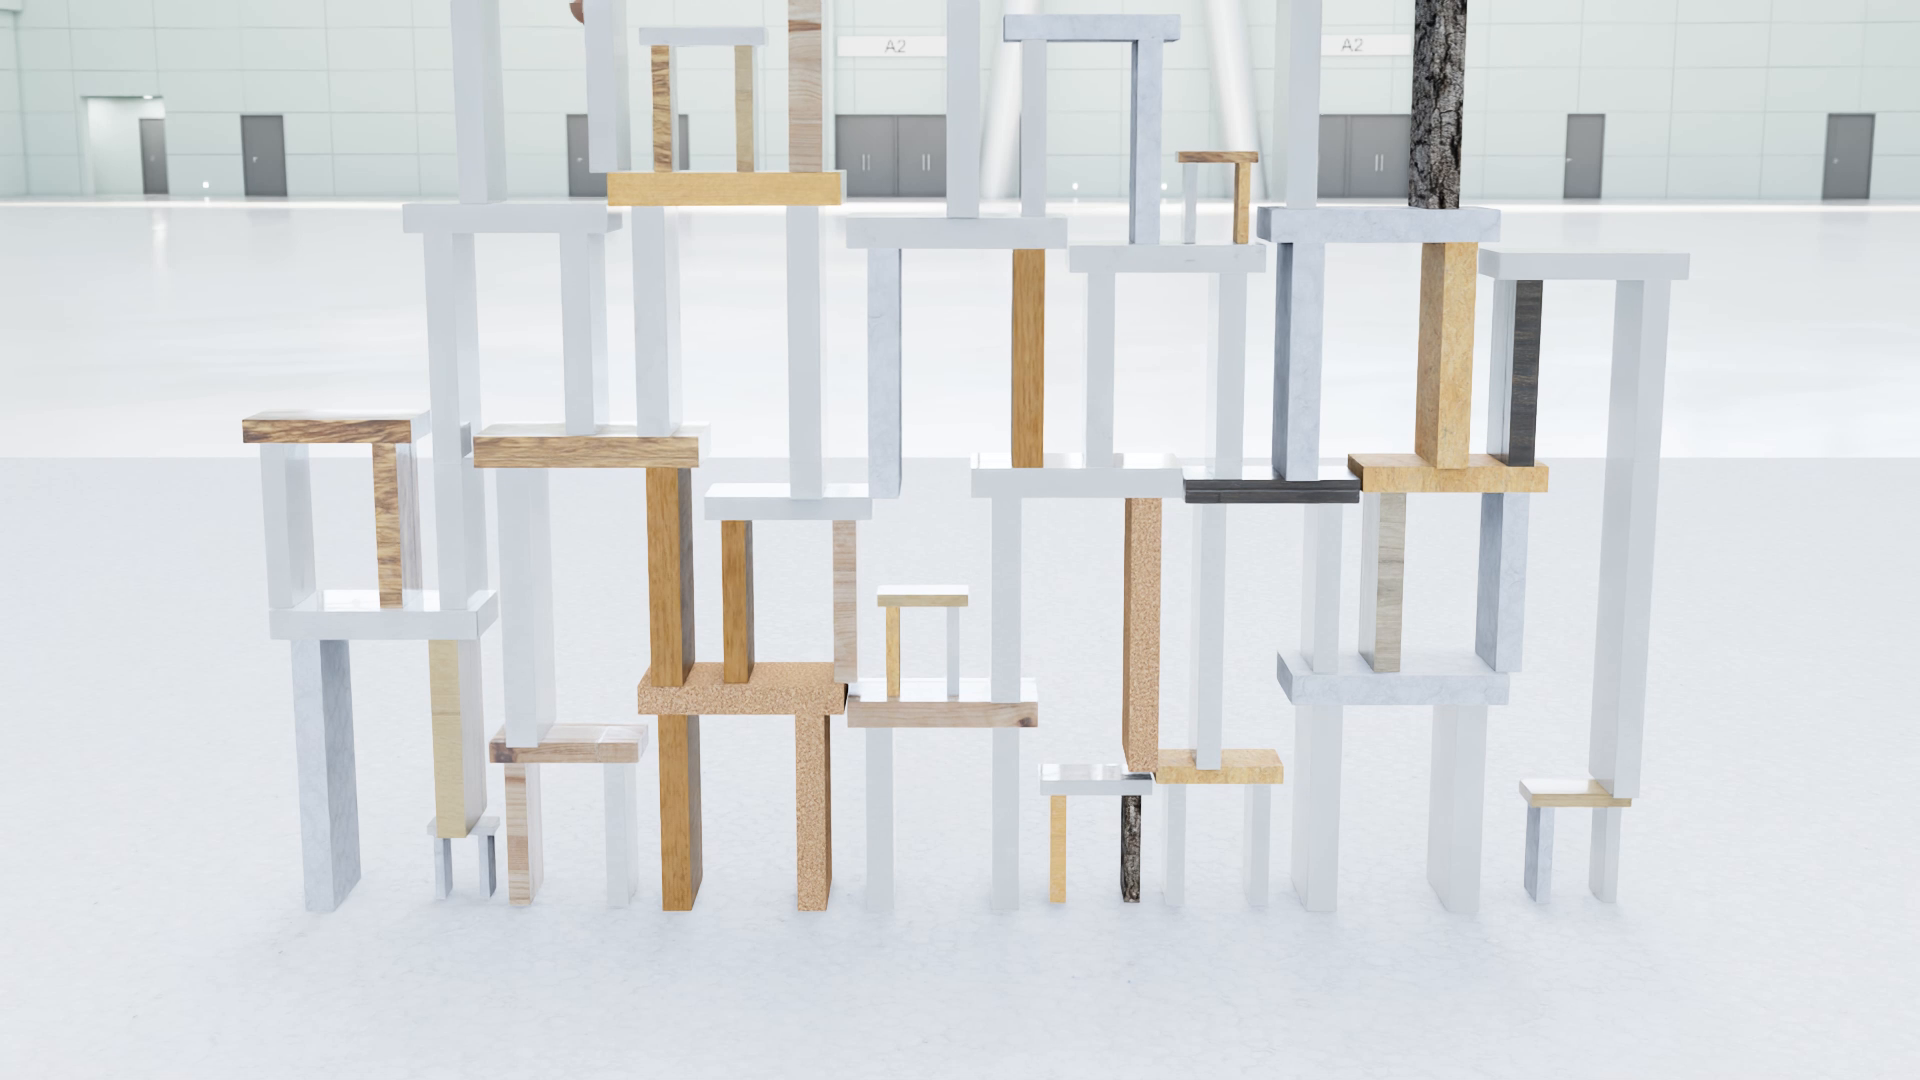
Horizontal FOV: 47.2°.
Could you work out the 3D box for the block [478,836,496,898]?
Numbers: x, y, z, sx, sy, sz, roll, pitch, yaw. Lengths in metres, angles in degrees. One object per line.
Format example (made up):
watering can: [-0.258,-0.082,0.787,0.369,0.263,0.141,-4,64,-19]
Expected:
block: [-0.787,0.536,3.661,0.016,0.110,0.055,0,11,0]

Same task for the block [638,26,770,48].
block: [-0.396,-0.781,3.416,0.192,0.027,0.096,0,11,0]

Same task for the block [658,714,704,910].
block: [-0.462,0.428,3.638,0.047,0.330,0.165,0,11,0]

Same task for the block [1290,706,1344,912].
block: [0.589,0.419,3.637,0.049,0.347,0.174,0,11,0]

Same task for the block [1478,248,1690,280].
block: [0.984,-0.438,3.481,0.293,0.042,0.147,0,11,0]

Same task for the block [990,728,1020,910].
block: [0.074,0.439,3.643,0.043,0.307,0.153,0,11,0]

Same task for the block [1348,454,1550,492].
block: [0.783,-0.109,3.544,0.293,0.041,0.146,0,11,0]

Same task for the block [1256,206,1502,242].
block: [0.655,-0.499,3.466,0.352,0.050,0.176,0,11,0]

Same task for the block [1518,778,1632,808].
block: [1.016,0.418,3.634,0.164,0.023,0.082,0,11,0]

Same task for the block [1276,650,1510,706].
block: [0.705,0.224,3.601,0.347,0.049,0.174,0,11,0]

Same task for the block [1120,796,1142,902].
block: [0.284,0.499,3.655,0.026,0.184,0.092,0,11,0]

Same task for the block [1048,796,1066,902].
block: [0.161,0.499,3.655,0.026,0.184,0.092,0,11,0]

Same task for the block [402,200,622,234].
block: [-0.702,-0.510,3.468,0.315,0.045,0.157,0,11,0]

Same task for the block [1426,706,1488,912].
block: [0.821,0.419,3.637,0.049,0.347,0.174,0,11,0]

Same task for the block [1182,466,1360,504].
block: [0.494,-0.089,3.539,0.275,0.039,0.138,0,11,0]

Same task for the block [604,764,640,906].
block: [-0.562,0.470,3.651,0.034,0.242,0.121,0,11,0]

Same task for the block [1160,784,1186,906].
block: [0.354,0.489,3.647,0.029,0.207,0.104,0,11,0]

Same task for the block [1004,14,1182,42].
block: [0.202,-0.794,3.413,0.267,0.038,0.134,0,11,0]

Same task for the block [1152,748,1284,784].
block: [0.422,0.373,3.625,0.207,0.029,0.104,0,11,0]

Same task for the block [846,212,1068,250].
block: [-0.005,-0.489,3.473,0.342,0.048,0.171,0,11,0]

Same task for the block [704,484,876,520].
block: [-0.273,-0.062,3.552,0.266,0.038,0.133,0,11,0]

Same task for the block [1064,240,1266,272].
block: [0.322,-0.449,3.478,0.304,0.043,0.152,0,11,0]

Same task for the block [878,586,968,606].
block: [-0.060,0.091,3.577,0.147,0.021,0.073,0,11,0]

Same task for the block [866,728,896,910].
block: [-0.130,0.439,3.643,0.043,0.307,0.153,0,11,0]

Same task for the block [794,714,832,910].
block: [-0.241,0.428,3.638,0.047,0.330,0.165,0,11,0]

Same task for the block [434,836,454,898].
block: [-0.860,0.536,3.661,0.016,0.110,0.055,0,11,0]

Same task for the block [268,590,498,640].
block: [-0.933,0.121,3.577,0.329,0.047,0.165,0,11,0]

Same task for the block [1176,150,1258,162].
block: [0.403,-0.602,3.453,0.124,0.018,0.062,0,11,1]

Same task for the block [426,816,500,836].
block: [-0.824,0.474,3.649,0.110,0.016,0.055,0,11,0]

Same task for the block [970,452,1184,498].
block: [0.184,-0.105,3.538,0.333,0.047,0.166,0,11,0]

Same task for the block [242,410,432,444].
block: [-0.997,-0.183,3.527,0.266,0.038,0.133,0,11,0]

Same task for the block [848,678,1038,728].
block: [-0.028,0.267,3.611,0.307,0.043,0.153,0,11,0]

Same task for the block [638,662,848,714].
block: [-0.352,0.242,3.604,0.330,0.047,0.165,0,11,0]

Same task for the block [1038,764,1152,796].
block: [0.222,0.396,3.636,0.184,0.026,0.092,0,11,0]

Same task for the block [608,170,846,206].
block: [-0.361,-0.554,3.455,0.357,0.051,0.179,0,11,0]

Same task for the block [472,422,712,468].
block: [-0.587,-0.154,3.536,0.354,0.050,0.177,0,11,0]

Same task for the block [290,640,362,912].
block: [-1.043,0.367,3.623,0.047,0.455,0.165,0,11,0]

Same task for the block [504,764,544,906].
block: [-0.723,0.470,3.652,0.034,0.242,0.121,0,11,0]

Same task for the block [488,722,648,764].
block: [-0.643,0.334,3.626,0.242,0.034,0.121,0,11,0]

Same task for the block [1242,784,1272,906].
block: [0.492,0.489,3.647,0.029,0.207,0.103,0,11,0]
